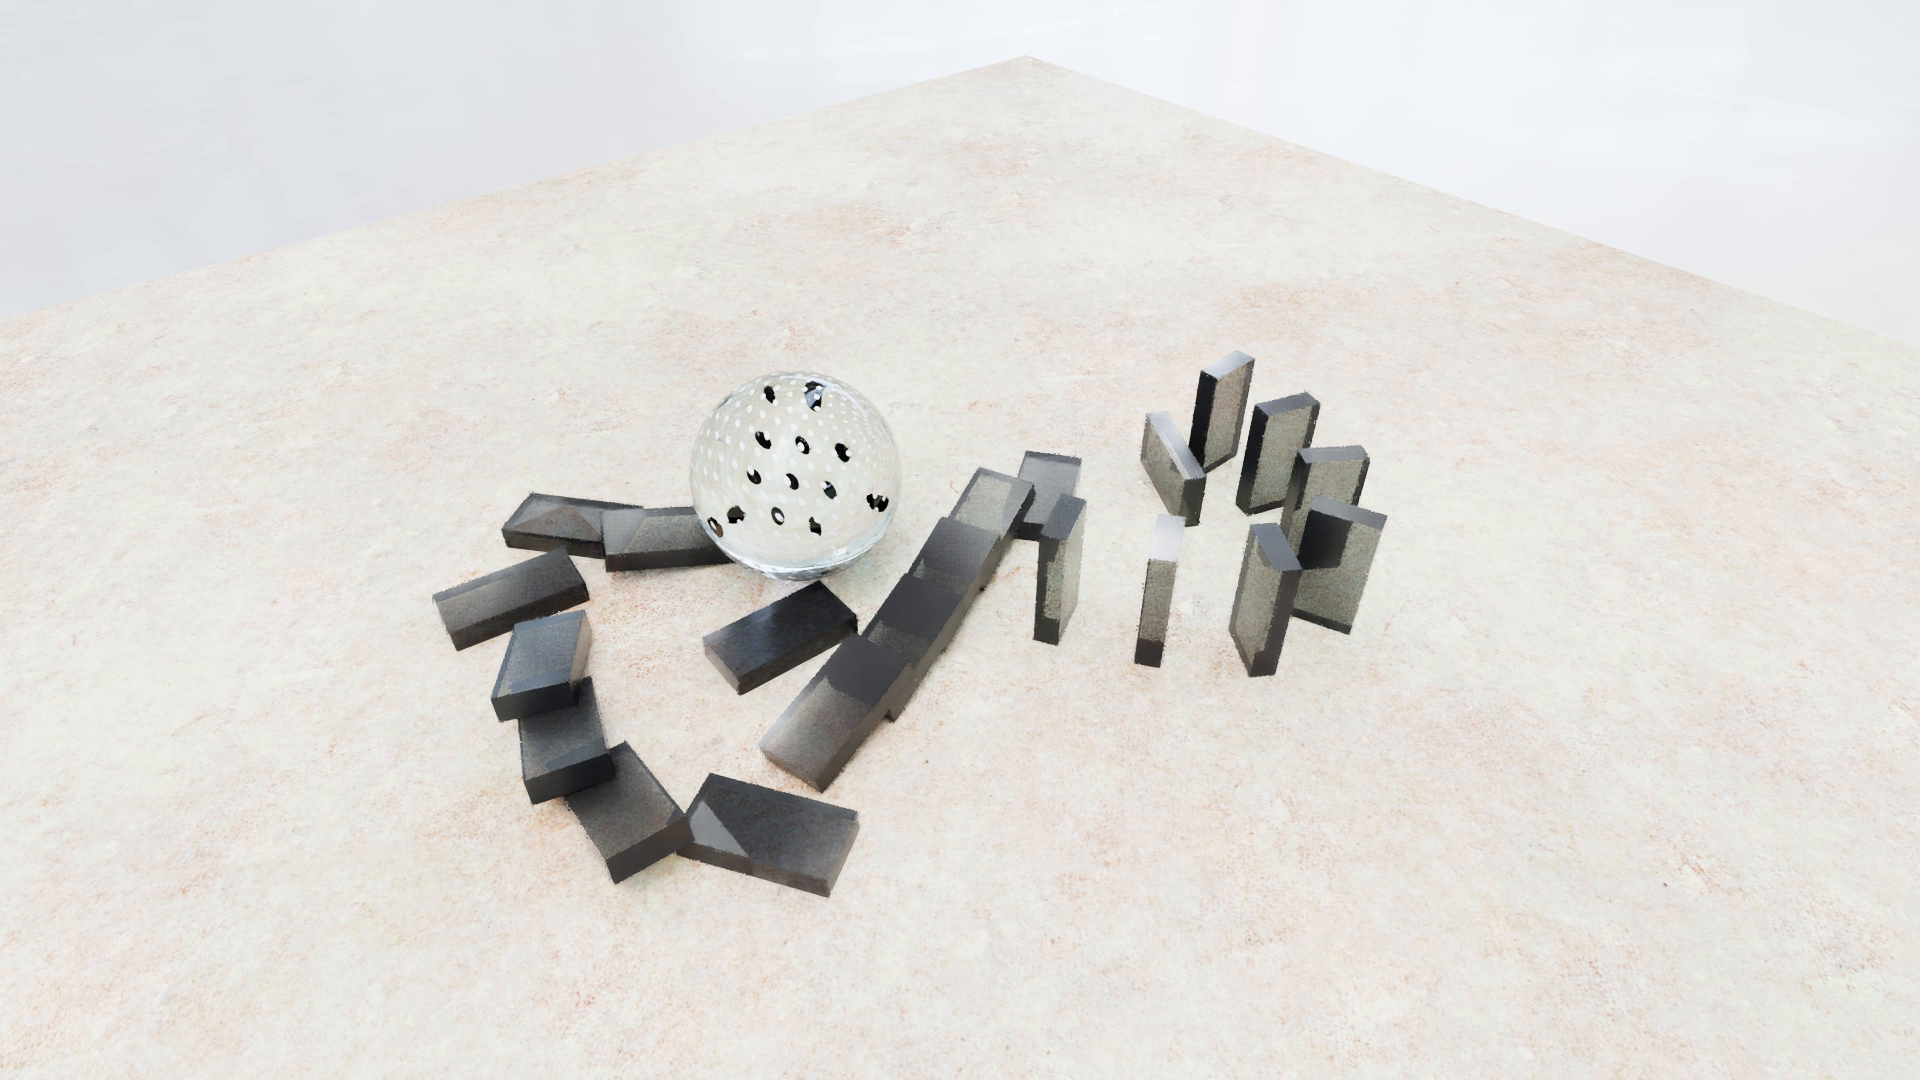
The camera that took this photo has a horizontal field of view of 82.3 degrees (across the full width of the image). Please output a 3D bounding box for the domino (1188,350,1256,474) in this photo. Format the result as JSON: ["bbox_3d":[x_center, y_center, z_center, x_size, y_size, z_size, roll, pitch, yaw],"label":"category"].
[{"bbox_3d":[0.113,-0.055,0.478,0.025,0.050,0.010,-29,48,-31],"label":"domino"}]

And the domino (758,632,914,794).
[{"bbox_3d":[-0.041,0.056,0.364,0.025,0.009,0.050,25,61,27],"label":"domino"}]

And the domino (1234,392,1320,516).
[{"bbox_3d":[0.131,-0.035,0.454,0.025,0.050,0.010,-15,42,-17],"label":"domino"}]

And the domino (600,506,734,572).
[{"bbox_3d":[-0.115,-0.001,0.436,0.050,0.010,0.025,-4,44,-21],"label":"domino"}]

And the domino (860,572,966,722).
[{"bbox_3d":[-0.021,0.037,0.388,0.025,0.010,0.050,21,59,24],"label":"domino"}]

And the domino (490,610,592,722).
[{"bbox_3d":[-0.144,0.042,0.381,0.025,0.010,0.050,-12,27,-7],"label":"domino"}]

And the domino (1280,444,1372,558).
[{"bbox_3d":[0.140,-0.013,0.427,0.025,0.050,0.009,-4,39,-5],"label":"domino"}]

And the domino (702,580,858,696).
[{"bbox_3d":[-0.065,0.035,0.401,0.050,0.010,0.025,-27,46,-29],"label":"domino"}]

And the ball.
[{"bbox_3d":[-0.062,-0.024,0.417,0.080,0.080,0.080,0,39,0],"label":"ball"}]

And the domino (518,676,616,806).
[{"bbox_3d":[-0.128,0.064,0.355,0.025,0.009,0.050,-17,28,-17],"label":"domino"}]

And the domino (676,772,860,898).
[{"bbox_3d":[-0.059,0.089,0.335,0.050,0.010,0.025,11,41,13],"label":"domino"}]

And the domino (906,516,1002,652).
[{"bbox_3d":[-0.006,0.016,0.414,0.025,0.009,0.050,18,58,21],"label":"domino"}]

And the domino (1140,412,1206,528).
[{"bbox_3d":[0.090,-0.031,0.469,0.009,0.025,0.050,-7,40,-8],"label":"domino"}]

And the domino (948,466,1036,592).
[{"bbox_3d":[0.008,-0.005,0.439,0.025,0.009,0.050,18,58,21],"label":"domino"}]

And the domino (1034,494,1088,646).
[{"bbox_3d":[0.036,0.011,0.398,0.009,0.050,0.025,14,41,17],"label":"domino"}]

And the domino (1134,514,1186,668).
[{"bbox_3d":[0.070,0.018,0.389,0.010,0.050,0.025,10,40,12],"label":"domino"}]

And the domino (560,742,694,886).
[{"bbox_3d":[-0.103,0.082,0.334,0.025,0.009,0.050,-25,31,-28],"label":"domino"}]

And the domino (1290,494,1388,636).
[{"bbox_3d":[0.136,0.010,0.400,0.025,0.050,0.009,19,43,22],"label":"domino"}]

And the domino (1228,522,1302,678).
[{"bbox_3d":[0.106,0.021,0.385,0.010,0.050,0.025,-4,40,-5],"label":"domino"}]

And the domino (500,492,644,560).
[{"bbox_3d":[-0.157,-0.006,0.450,0.050,0.010,0.025,7,40,8],"label":"domino"}]

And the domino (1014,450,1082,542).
[{"bbox_3d":[0.035,-0.019,0.466,0.025,0.010,0.050,8,40,10],"label":"domino"}]

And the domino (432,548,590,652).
[{"bbox_3d":[-0.170,0.022,0.417,0.050,0.010,0.025,-23,45,-26],"label":"domino"}]
